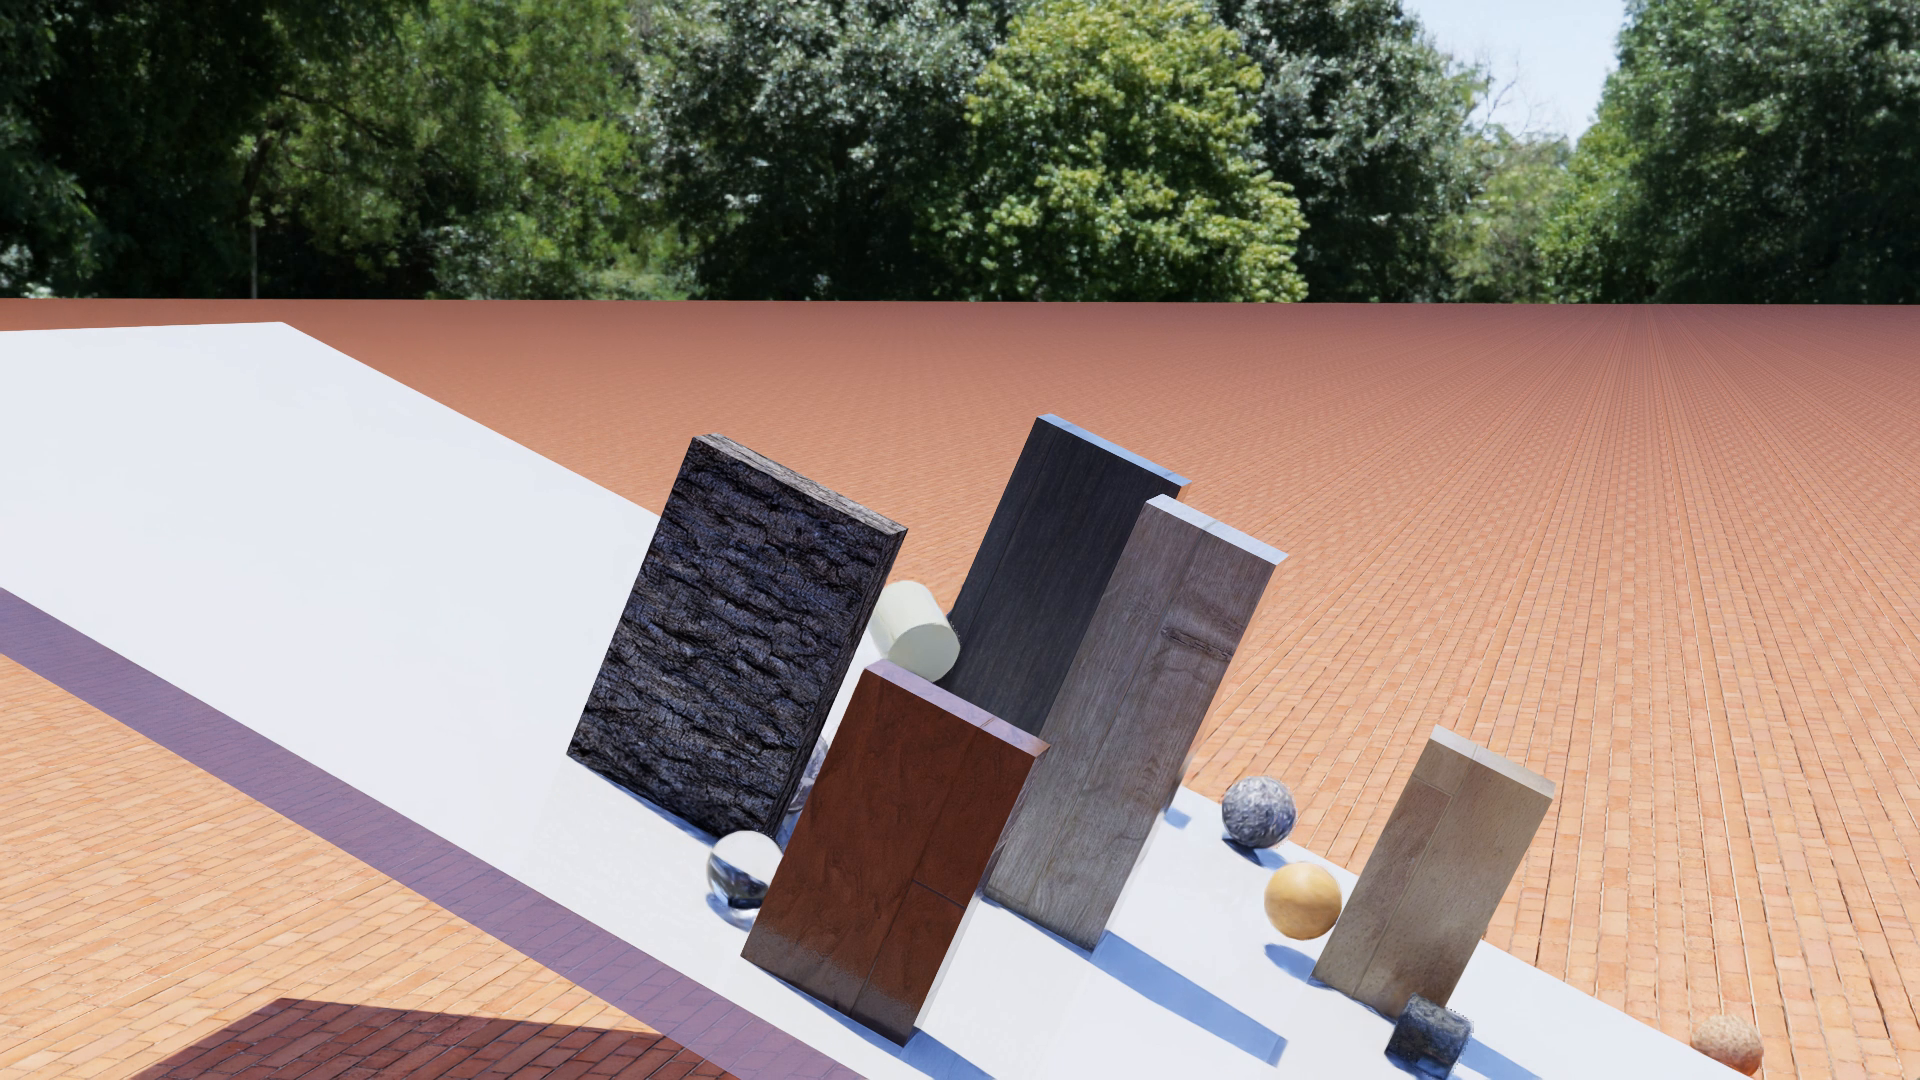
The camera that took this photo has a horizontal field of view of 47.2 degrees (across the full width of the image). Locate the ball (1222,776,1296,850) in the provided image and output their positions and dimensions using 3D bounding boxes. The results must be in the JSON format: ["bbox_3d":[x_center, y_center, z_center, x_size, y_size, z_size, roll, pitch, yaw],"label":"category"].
[{"bbox_3d":[0.646,0.590,4.764,0.160,0.160,0.160,0,7,0],"label":"ball"}]

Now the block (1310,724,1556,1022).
[{"bbox_3d":[0.899,0.646,4.184,0.247,0.521,0.137,27,13,13],"label":"block"}]

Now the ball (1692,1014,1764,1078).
[{"bbox_3d":[1.763,1.166,5.050,0.154,0.154,0.154,0,7,0],"label":"ball"}]

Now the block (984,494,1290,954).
[{"bbox_3d":[0.295,0.323,3.875,0.247,0.768,0.142,27,13,13],"label":"block"}]

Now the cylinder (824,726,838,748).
[{"bbox_3d":[-0.165,0.441,3.930,0.174,0.174,0.174,21,1,-16],"label":"cylinder"}]

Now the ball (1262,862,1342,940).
[{"bbox_3d":[0.658,0.693,4.223,0.151,0.151,0.151,0,7,0],"label":"ball"}]

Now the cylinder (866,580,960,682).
[{"bbox_3d":[-0.107,0.204,4.803,0.166,0.166,0.166,-3,33,-21],"label":"cylinder"}]

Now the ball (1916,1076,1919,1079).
[{"bbox_3d":[2.084,1.207,4.648,0.169,0.169,0.169,0,7,0],"label":"ball"}]

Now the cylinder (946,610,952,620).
[{"bbox_3d":[0.066,0.243,5.237,0.165,0.165,0.165,-5,25,-35],"label":"cylinder"}]

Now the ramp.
[{"bbox_3d":[-0.279,0.481,4.179,4.000,0.100,2.000,27,13,13],"label":"ramp"}]

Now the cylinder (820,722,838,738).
[{"bbox_3d":[-0.236,0.410,4.083,0.106,0.106,0.106,-4,26,-31],"label":"cylinder"}]

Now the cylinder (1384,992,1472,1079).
[{"bbox_3d":[0.850,0.901,3.988,0.117,0.117,0.117,27,14,14],"label":"cylinder"}]

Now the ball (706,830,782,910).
[{"bbox_3d":[-0.336,0.517,3.447,0.125,0.125,0.125,0,7,0],"label":"ball"}]

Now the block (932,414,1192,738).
[{"bbox_3d":[0.207,0.099,4.834,0.349,0.662,0.119,27,13,13],"label":"block"}]

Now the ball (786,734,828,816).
[{"bbox_3d":[-0.319,0.391,3.842,0.185,0.185,0.185,0,7,0],"label":"ball"}]

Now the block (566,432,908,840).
[{"bbox_3d":[-0.378,0.173,3.682,0.371,0.599,0.103,27,13,13],"label":"block"}]

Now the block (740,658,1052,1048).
[{"bbox_3d":[-0.099,0.462,3.259,0.284,0.493,0.085,27,13,13],"label":"block"}]
